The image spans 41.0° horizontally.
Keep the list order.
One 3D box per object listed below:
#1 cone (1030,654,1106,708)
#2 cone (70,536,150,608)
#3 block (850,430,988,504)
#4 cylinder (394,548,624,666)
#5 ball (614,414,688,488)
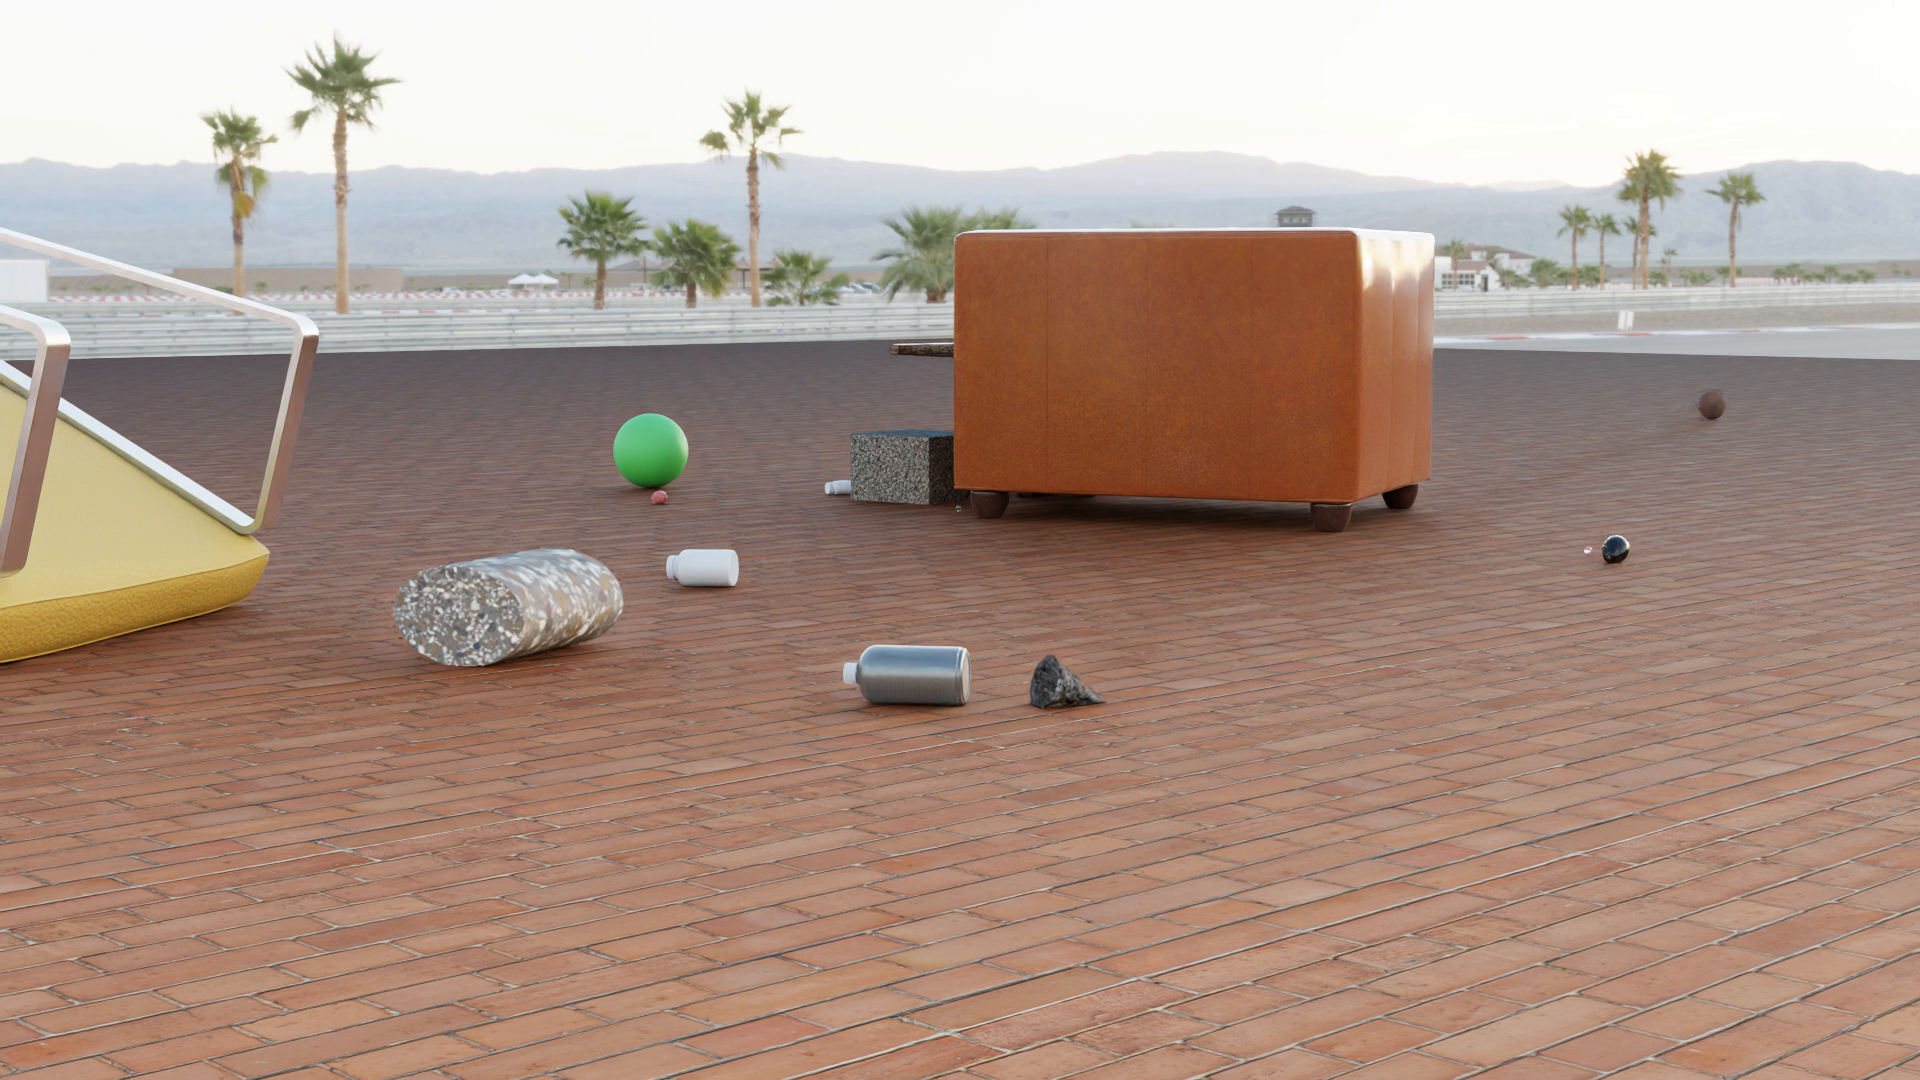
[{"bbox_3d":[0.179,0.234,3.948,0.111,0.082,0.106,20,11,-20],"label":"cone"},{"bbox_3d":[-1.739,0.093,5.182,0.130,0.152,0.173,-37,2,43],"label":"cone"},{"bbox_3d":[-0.121,-0.219,7.590,0.298,0.194,0.274,5,7,38],"label":"block"},{"bbox_3d":[-0.783,0.114,4.472,0.263,0.171,0.316,5,8,23],"label":"cylinder"},{"bbox_3d":[-0.960,-0.277,7.969,0.232,0.232,0.232,0,6,0],"label":"ball"}]
